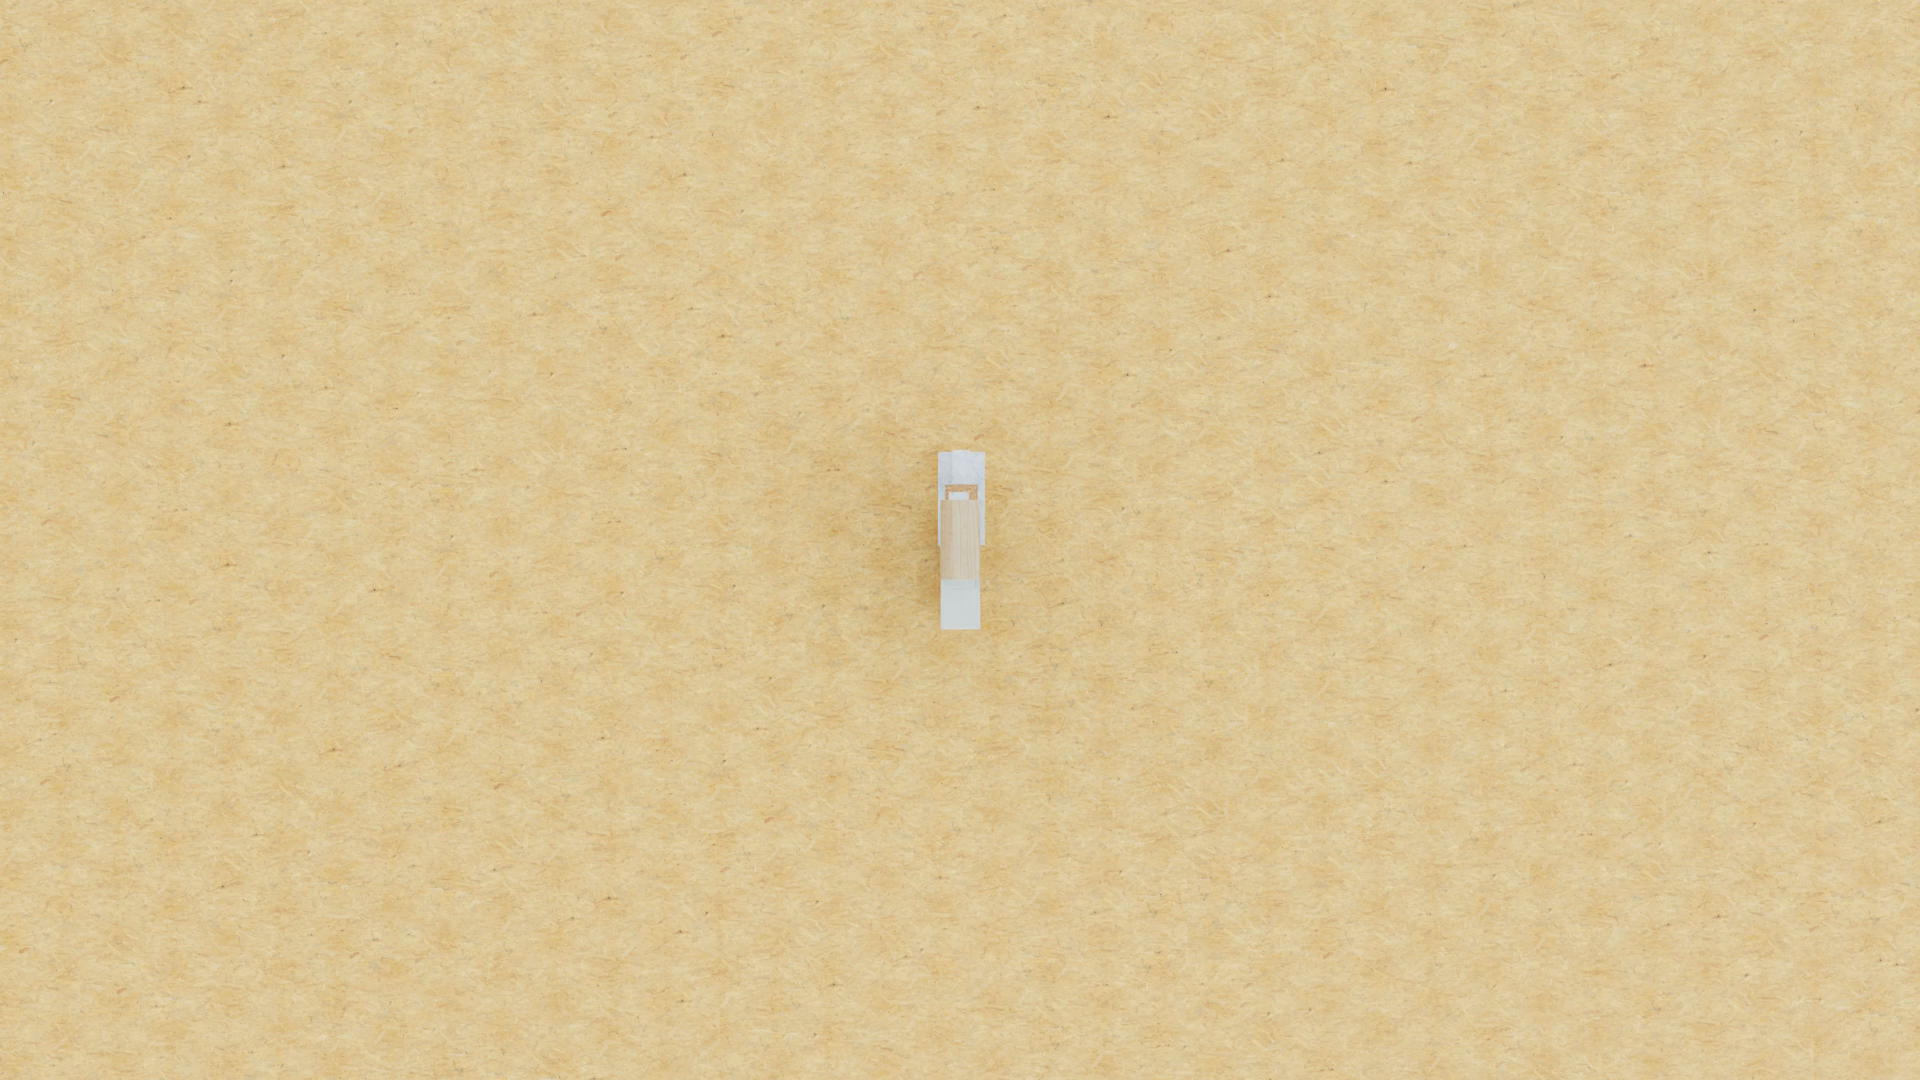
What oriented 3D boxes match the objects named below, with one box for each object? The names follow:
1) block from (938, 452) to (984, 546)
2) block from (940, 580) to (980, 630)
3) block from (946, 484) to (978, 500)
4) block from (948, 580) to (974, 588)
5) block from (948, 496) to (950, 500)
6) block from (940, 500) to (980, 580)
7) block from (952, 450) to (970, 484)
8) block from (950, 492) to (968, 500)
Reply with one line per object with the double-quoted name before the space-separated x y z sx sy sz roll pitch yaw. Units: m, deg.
"block" 0.005 -0.129 5.186 0.147 0.042 0.293 0 90 0
"block" 0.001 0.155 5.098 0.121 0.034 0.241 0 90 0
"block" 0.005 -0.069 4.956 0.098 0.028 0.195 0 90 0
"block" 0.003 0.060 4.773 0.079 0.022 0.158 0 90 0
"block" -0.004 -0.120 4.885 0.057 0.114 0.016 0 89 0
"block" 0.001 -0.001 4.529 0.109 0.031 0.218 0 90 0
"block" 0.003 -0.223 5.054 0.052 0.015 0.103 0 90 0
"block" -0.003 -0.083 4.820 0.057 0.016 0.114 0 90 0
